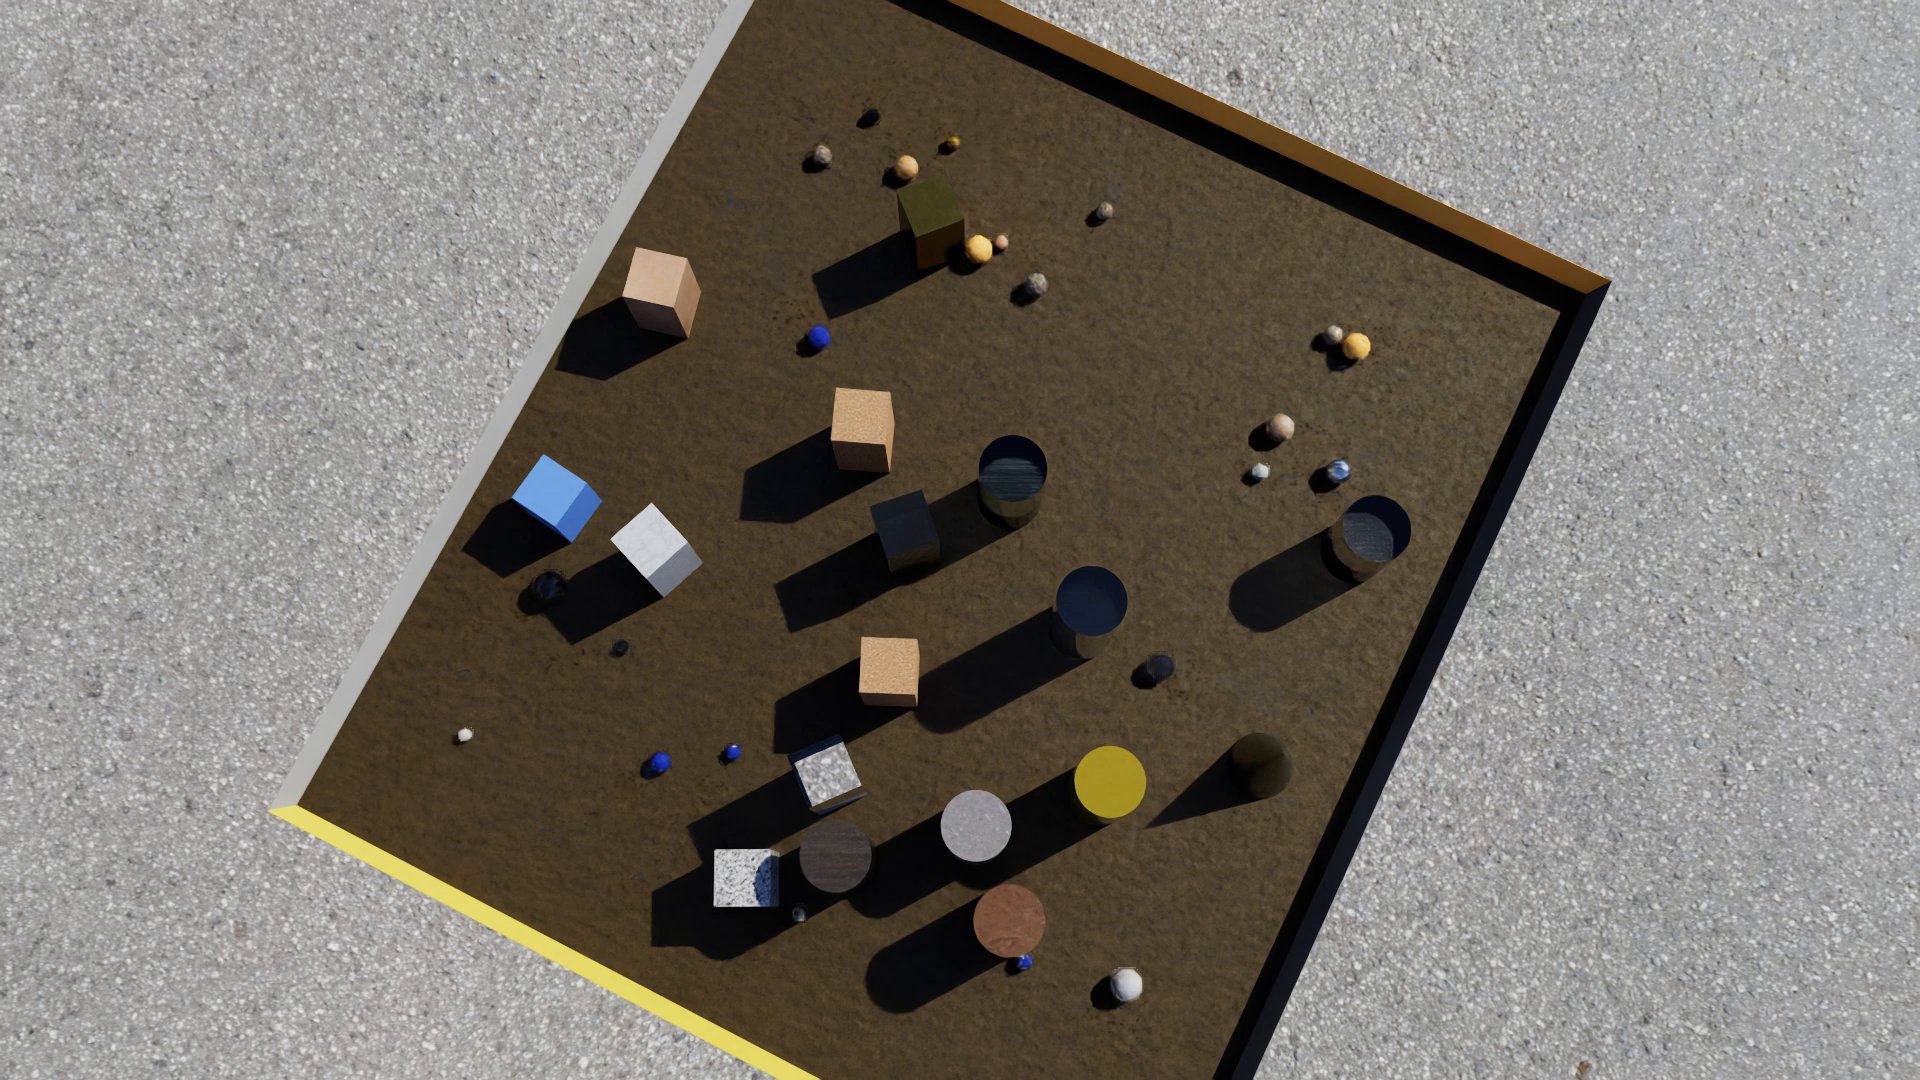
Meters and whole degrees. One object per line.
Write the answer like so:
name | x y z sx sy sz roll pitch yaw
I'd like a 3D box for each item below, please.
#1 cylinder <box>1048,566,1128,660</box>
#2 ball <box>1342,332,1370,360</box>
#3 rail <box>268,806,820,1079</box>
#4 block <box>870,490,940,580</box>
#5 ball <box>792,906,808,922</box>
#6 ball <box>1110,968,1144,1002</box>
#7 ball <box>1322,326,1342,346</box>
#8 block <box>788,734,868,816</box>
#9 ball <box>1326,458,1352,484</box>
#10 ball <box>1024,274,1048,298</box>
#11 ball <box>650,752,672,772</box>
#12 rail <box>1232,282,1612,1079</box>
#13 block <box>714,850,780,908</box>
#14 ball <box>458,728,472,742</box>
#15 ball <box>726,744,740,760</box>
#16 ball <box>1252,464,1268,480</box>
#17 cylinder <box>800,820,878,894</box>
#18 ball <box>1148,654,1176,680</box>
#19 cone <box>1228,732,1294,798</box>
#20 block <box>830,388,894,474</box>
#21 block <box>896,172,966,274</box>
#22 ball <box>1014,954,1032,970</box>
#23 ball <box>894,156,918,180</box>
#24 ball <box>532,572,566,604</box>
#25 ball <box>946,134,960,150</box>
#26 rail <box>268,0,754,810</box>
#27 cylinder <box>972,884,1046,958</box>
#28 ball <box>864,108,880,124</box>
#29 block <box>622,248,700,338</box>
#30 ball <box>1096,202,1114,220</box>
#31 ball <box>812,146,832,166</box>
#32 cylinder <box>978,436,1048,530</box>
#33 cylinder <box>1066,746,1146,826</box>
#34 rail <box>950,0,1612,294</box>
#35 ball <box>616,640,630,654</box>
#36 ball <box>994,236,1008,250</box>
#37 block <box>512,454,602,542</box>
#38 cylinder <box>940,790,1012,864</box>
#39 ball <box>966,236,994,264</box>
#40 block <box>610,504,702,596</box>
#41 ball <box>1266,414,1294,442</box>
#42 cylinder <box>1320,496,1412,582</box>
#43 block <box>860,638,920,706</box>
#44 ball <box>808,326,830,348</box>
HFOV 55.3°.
cylinder | 0.366 0.218 5.324 0.198 0.485 0.198 0 78 0
ball | 1.233 -0.601 5.698 0.085 0.085 0.085 0 78 0
rail | -0.716 1.409 5.258 2.877 0.129 0.045 26 80 5
block | -0.159 -0.012 5.437 0.159 0.357 0.159 -18 79 -4
ball | -0.471 1.095 5.367 0.046 0.046 0.046 0 78 0
ball | 0.482 1.289 5.302 0.094 0.094 0.094 0 78 0
ball | 1.164 -0.639 5.718 0.061 0.061 0.061 0 78 0
block | -0.378 0.679 5.281 0.159 0.381 0.159 -23 79 -5
ball | 1.161 -0.211 5.620 0.079 0.079 0.079 0 78 0
ball | 0.238 -0.799 5.744 0.075 0.075 0.075 0 78 0
ball | -0.890 0.661 5.448 0.061 0.061 0.061 0 78 0
rail | 1.265 0.626 5.420 0.045 0.129 3.250 26 80 5
block | -0.613 0.977 5.287 0.159 0.249 0.159 -1 78 0
ball | -1.479 0.583 5.475 0.041 0.041 0.041 0 78 0
ball | -0.676 0.634 5.462 0.046 0.046 0.046 0 78 0
ball | 0.923 -0.208 5.634 0.051 0.051 0.051 0 78 0
cylinder | -0.341 0.906 5.218 0.198 0.413 0.198 0 78 0
ball | 0.604 0.382 5.496 0.081 0.081 0.081 0 78 0
cone | 0.897 0.633 5.275 0.198 0.412 0.198 0 78 0
block | -0.289 -0.325 5.505 0.159 0.350 0.159 5 78 1
block | -0.087 -0.971 5.651 0.159 0.326 0.159 -21 79 -4
ball | 0.185 1.227 5.337 0.051 0.051 0.051 0 78 0
ball | -0.170 -1.183 5.823 0.075 0.075 0.075 0 78 0
ball | -1.240 0.143 5.536 0.099 0.099 0.099 0 78 0
ball | -0.022 -1.271 5.857 0.046 0.046 0.046 0 78 0
rail | -1.265 -0.613 5.677 0.045 0.129 3.250 26 80 5
cylinder | 0.136 1.082 5.207 0.198 0.364 0.198 0 78 0
ball | -0.281 -1.359 5.874 0.048 0.048 0.048 0 78 0
block | -0.912 -0.755 5.620 0.159 0.299 0.159 13 79 3
ball | 0.458 -1.042 5.804 0.056 0.056 0.056 0 78 0
ball | -0.440 -1.224 5.838 0.063 0.063 0.063 0 78 0
cylinder | 0.153 -0.168 5.456 0.198 0.382 0.198 0 78 0
cylinder | 0.415 0.709 5.259 0.198 0.413 0.198 0 78 0
rail | 0.716 -1.395 5.839 2.877 0.129 0.045 26 80 5
ball | -1.018 0.321 5.528 0.043 0.043 0.043 0 78 0
ball | 0.132 -0.939 5.789 0.043 0.043 0.043 0 78 0
block | -1.211 -0.123 5.520 0.159 0.239 0.159 33 80 6
cylinder | 0.045 0.830 5.273 0.198 0.336 0.198 0 78 0
ball | 0.060 -0.912 5.760 0.088 0.088 0.088 0 78 0
block | -0.898 0.034 5.447 0.159 0.319 0.159 -42 81 -8
ball | 0.987 -0.346 5.644 0.087 0.087 0.087 0 78 0
cylinder | 1.203 0.001 5.447 0.198 0.331 0.198 0 78 0
block | -0.205 0.390 5.374 0.159 0.317 0.159 2 78 0
ball | -0.439 -0.632 5.711 0.071 0.071 0.071 0 78 0
